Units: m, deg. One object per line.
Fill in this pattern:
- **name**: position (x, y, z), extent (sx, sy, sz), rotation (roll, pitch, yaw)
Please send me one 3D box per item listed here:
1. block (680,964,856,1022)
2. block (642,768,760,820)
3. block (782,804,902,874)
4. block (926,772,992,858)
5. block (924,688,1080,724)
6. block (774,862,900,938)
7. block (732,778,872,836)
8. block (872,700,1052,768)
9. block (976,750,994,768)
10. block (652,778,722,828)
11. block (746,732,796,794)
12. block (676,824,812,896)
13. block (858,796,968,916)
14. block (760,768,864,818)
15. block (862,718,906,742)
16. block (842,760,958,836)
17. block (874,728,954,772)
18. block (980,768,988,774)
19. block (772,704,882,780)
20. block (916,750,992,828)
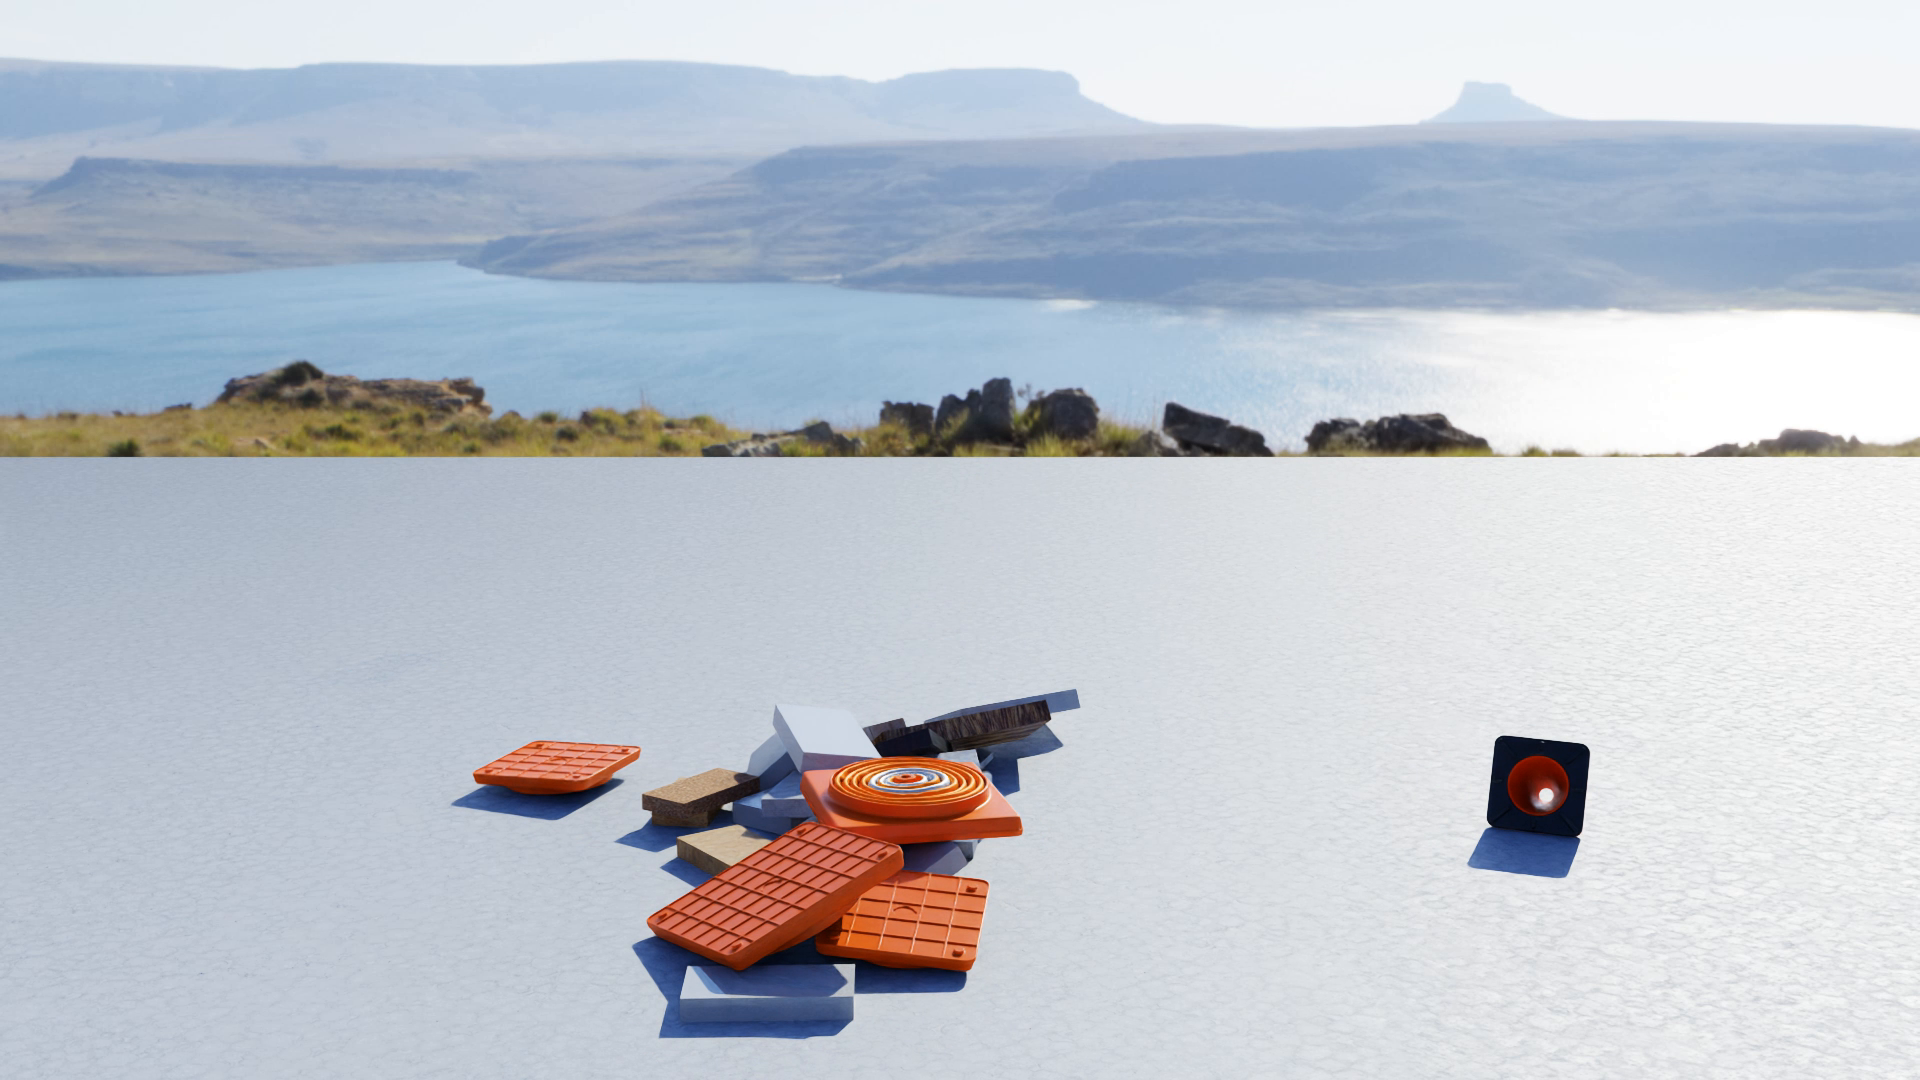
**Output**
- **block**: position (-0.278, 0.659, 3.202), extent (0.247, 0.035, 0.124), rotation (0, 11, -2)
- **block**: position (-0.479, 0.469, 4.079), extent (0.104, 0.029, 0.208), rotation (7, 13, 35)
- **block**: position (-0.201, 0.507, 3.741), extent (0.104, 0.029, 0.208), rotation (-34, 23, -29)
- **block**: position (-0.016, 0.491, 3.950), extent (0.114, 0.032, 0.229), rotation (1, 26, 10)
- **block**: position (0.089, 0.366, 4.616), extent (0.296, 0.042, 0.148), rotation (-7, -9, -34)
- **block**: position (-0.204, 0.585, 3.598), extent (0.124, 0.035, 0.247), rotation (-5, 12, -24)
- **block**: position (-0.278, 0.488, 4.112), extent (0.140, 0.040, 0.281), rotation (8, 13, 35)
- **block**: position (-0.008, 0.389, 4.385), extent (0.356, 0.042, 0.148), rotation (-9, -16, -24)
- **block**: position (0.027, 0.443, 4.418), extent (0.053, 0.015, 0.106), rotation (3, 11, 16)
- **block**: position (-0.500, 0.490, 4.124), extent (0.104, 0.029, 0.208), rotation (1, 11, 7)
- **block**: position (-0.357, 0.423, 4.272), extent (0.121, 0.034, 0.243), rotation (-41, 9, 6)
- **block**: position (-0.373, 0.550, 3.791), extent (0.124, 0.035, 0.247), rotation (-8, 13, -35)
- **block**: position (-0.111, 0.527, 3.702), extent (0.140, 0.040, 0.281), rotation (-35, 24, -16)
- **block**: position (-0.268, 0.458, 4.028), extent (0.121, 0.034, 0.243), rotation (-2, 9, 13)
- **block**: position (-0.231, 0.412, 4.375), extent (0.243, 0.034, 0.122), rotation (-10, -16, -44)
- **block**: position (-0.112, 0.488, 3.914), extent (0.140, 0.040, 0.281), rotation (-32, 19, -8)
- **block**: position (-0.088, 0.408, 4.227), extent (0.114, 0.032, 0.229), rotation (-18, -15, 7)
- **block**: position (0.018, 0.452, 4.248), extent (0.053, 0.015, 0.106), rotation (-2, 3, -13)
- **block**: position (-0.254, 0.380, 4.160), extent (0.148, 0.042, 0.296), rotation (6, 11, -16)
- **block**: position (-0.012, 0.465, 4.085), extent (0.114, 0.032, 0.229), rotation (-6, 24, -5)
